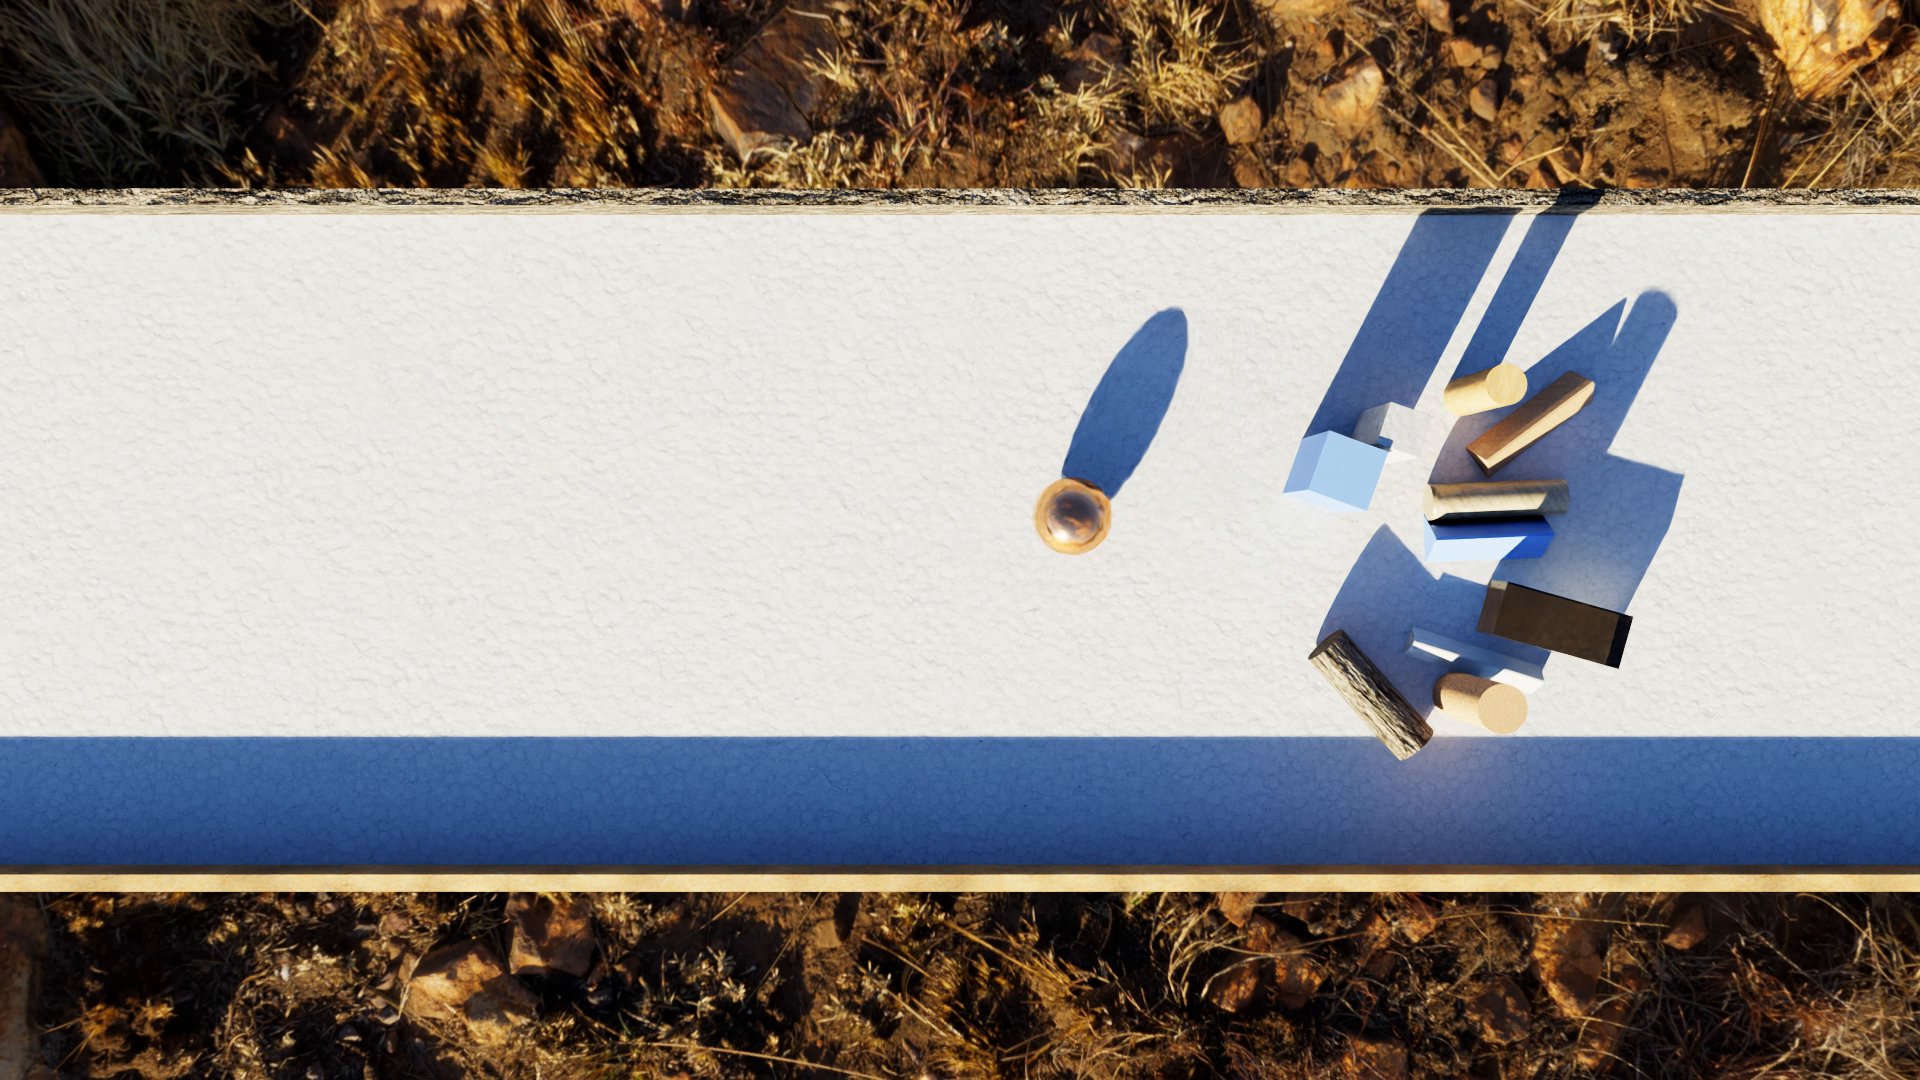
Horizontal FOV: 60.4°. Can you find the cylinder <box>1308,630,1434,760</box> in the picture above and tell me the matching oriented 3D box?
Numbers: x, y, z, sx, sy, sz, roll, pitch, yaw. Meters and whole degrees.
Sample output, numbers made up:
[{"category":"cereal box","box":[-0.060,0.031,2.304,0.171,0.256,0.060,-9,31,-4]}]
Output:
[{"category":"cylinder","box":[1.247,0.470,5.008,0.138,0.138,0.410,-42,90,0]}]

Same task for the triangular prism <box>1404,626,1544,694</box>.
[{"category":"triangular prism","box":[1.574,0.369,5.036,0.413,0.077,0.089,17,90,0]}]

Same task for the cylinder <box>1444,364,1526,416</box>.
[{"category":"cylinder","box":[1.546,-0.440,4.871,0.117,0.411,0.117,0,90,0]}]

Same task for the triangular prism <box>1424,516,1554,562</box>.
[{"category":"triangular prism","box":[1.606,-0.011,5.011,0.356,0.124,0.143,-2,90,0]}]

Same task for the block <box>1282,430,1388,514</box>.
[{"category":"block","box":[1.107,-0.197,4.889,0.179,0.376,0.179,20,90,0]}]

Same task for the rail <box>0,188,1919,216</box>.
[{"category":"rail","box":[-2.247,-1.025,5.002,12.000,0.150,0.050,0,90,0]}]

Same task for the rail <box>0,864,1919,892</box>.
[{"category":"rail","box":[-2.247,1.025,5.001,12.000,0.150,0.050,0,90,0]}]

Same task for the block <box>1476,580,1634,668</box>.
[{"category":"block","box":[1.798,0.254,4.995,0.389,0.163,0.163,16,90,0]}]

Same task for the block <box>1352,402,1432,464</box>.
[{"category":"block","box":[1.272,-0.315,4.896,0.126,0.362,0.126,19,90,0]}]

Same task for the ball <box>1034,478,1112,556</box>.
[{"category":"ball","box":[0.341,-0.071,4.959,0.235,0.235,0.235,0,90,0]}]

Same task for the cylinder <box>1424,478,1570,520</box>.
[{"category":"cylinder","box":[1.631,-0.124,5.022,0.412,0.109,0.109,-2,90,0]}]

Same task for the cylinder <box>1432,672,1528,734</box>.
[{"category":"cylinder","box":[1.525,0.475,4.854,0.141,0.444,0.141,0,90,0]}]

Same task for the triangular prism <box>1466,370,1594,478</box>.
[{"category":"triangular prism","box":[1.750,-0.356,5.023,0.400,0.101,0.117,-37,90,0]}]
